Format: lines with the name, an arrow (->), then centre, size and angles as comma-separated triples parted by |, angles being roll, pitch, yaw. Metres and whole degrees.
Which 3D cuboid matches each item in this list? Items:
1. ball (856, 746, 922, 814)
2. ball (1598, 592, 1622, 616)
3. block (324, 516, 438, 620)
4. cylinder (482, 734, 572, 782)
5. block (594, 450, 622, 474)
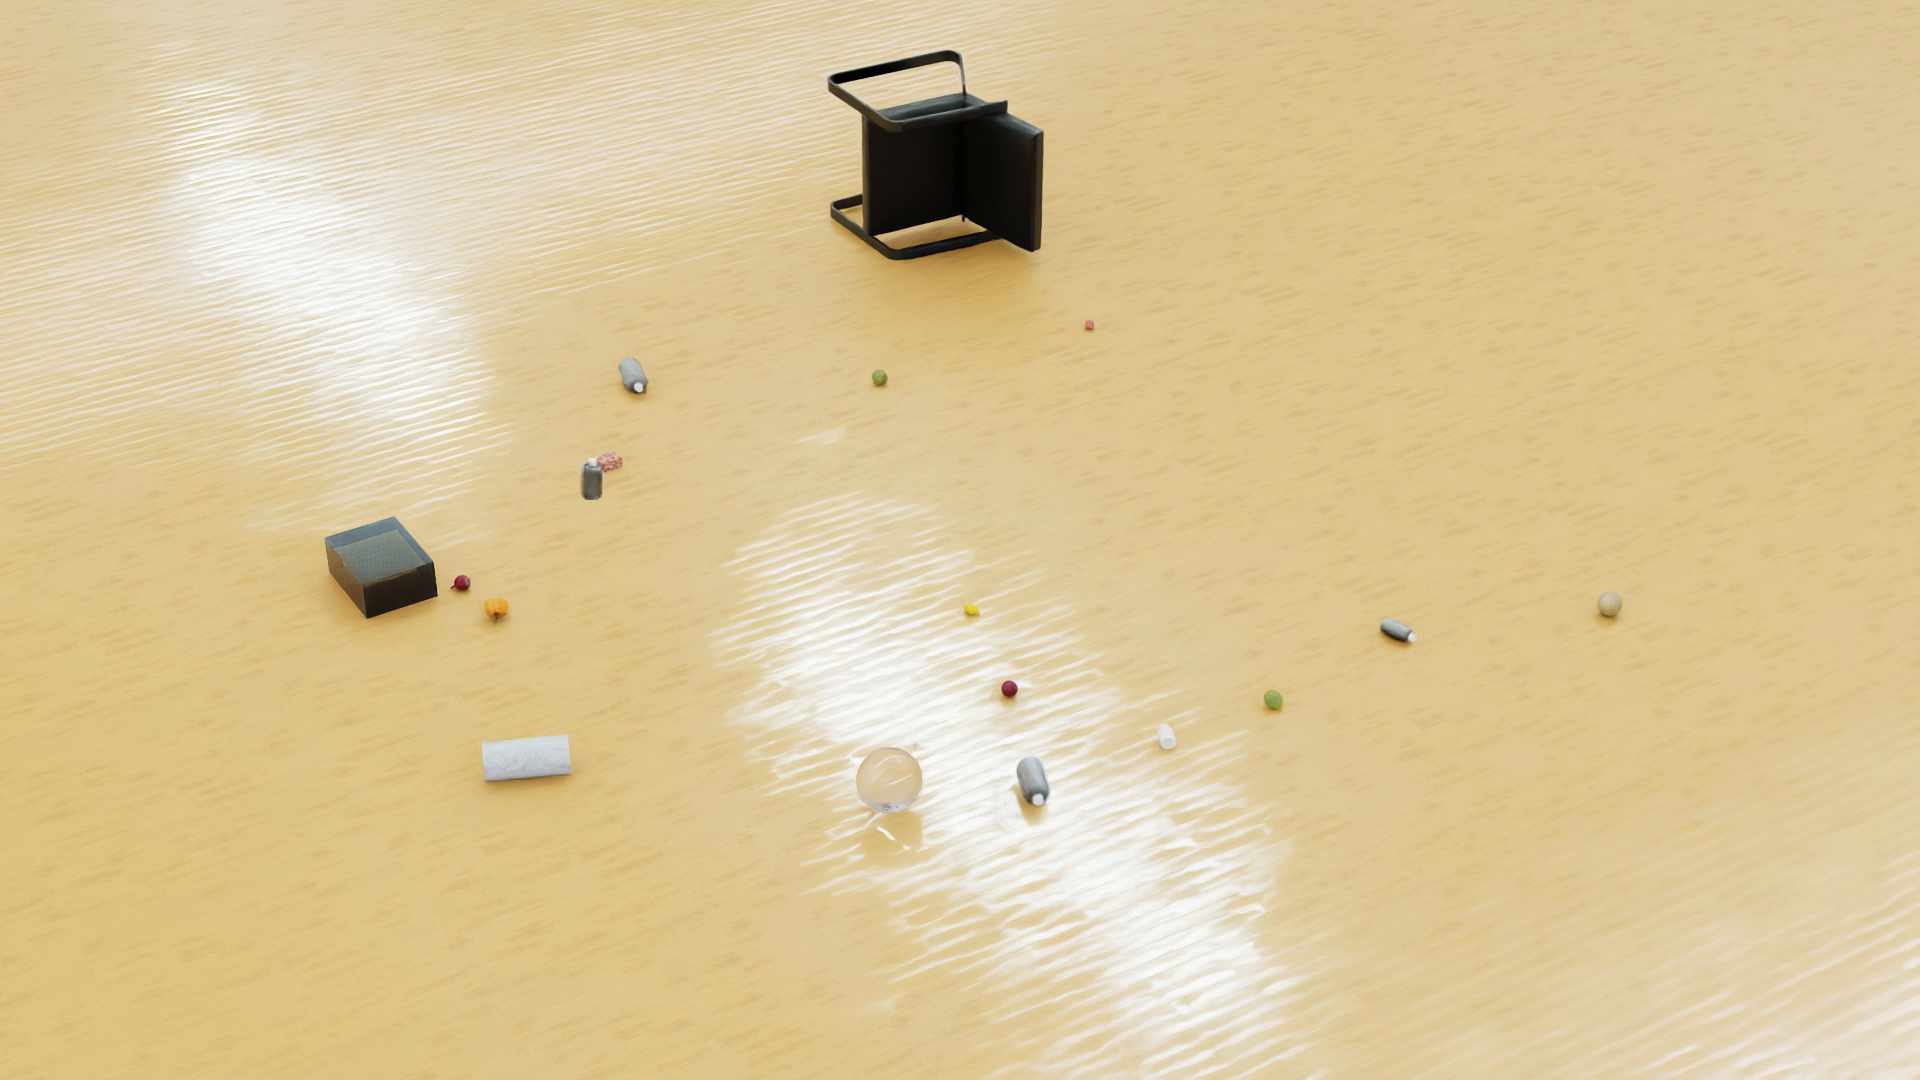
ball -> -0.230, 0.783, 9.559 | 0.217, 0.217, 0.217 | 0, 33, 0
ball -> 2.331, 0.228, 10.517 | 0.089, 0.089, 0.089 | 0, 33, 0
block -> -2.105, 0.098, 10.660 | 0.275, 0.150, 0.357 | -19, 38, -26
cylinder -> -1.437, 0.722, 9.730 | 0.282, 0.132, 0.128 | -5, 40, -8
block -> -1.362, -0.302, 11.366 | 0.085, 0.040, 0.064 | -24, 40, -32
